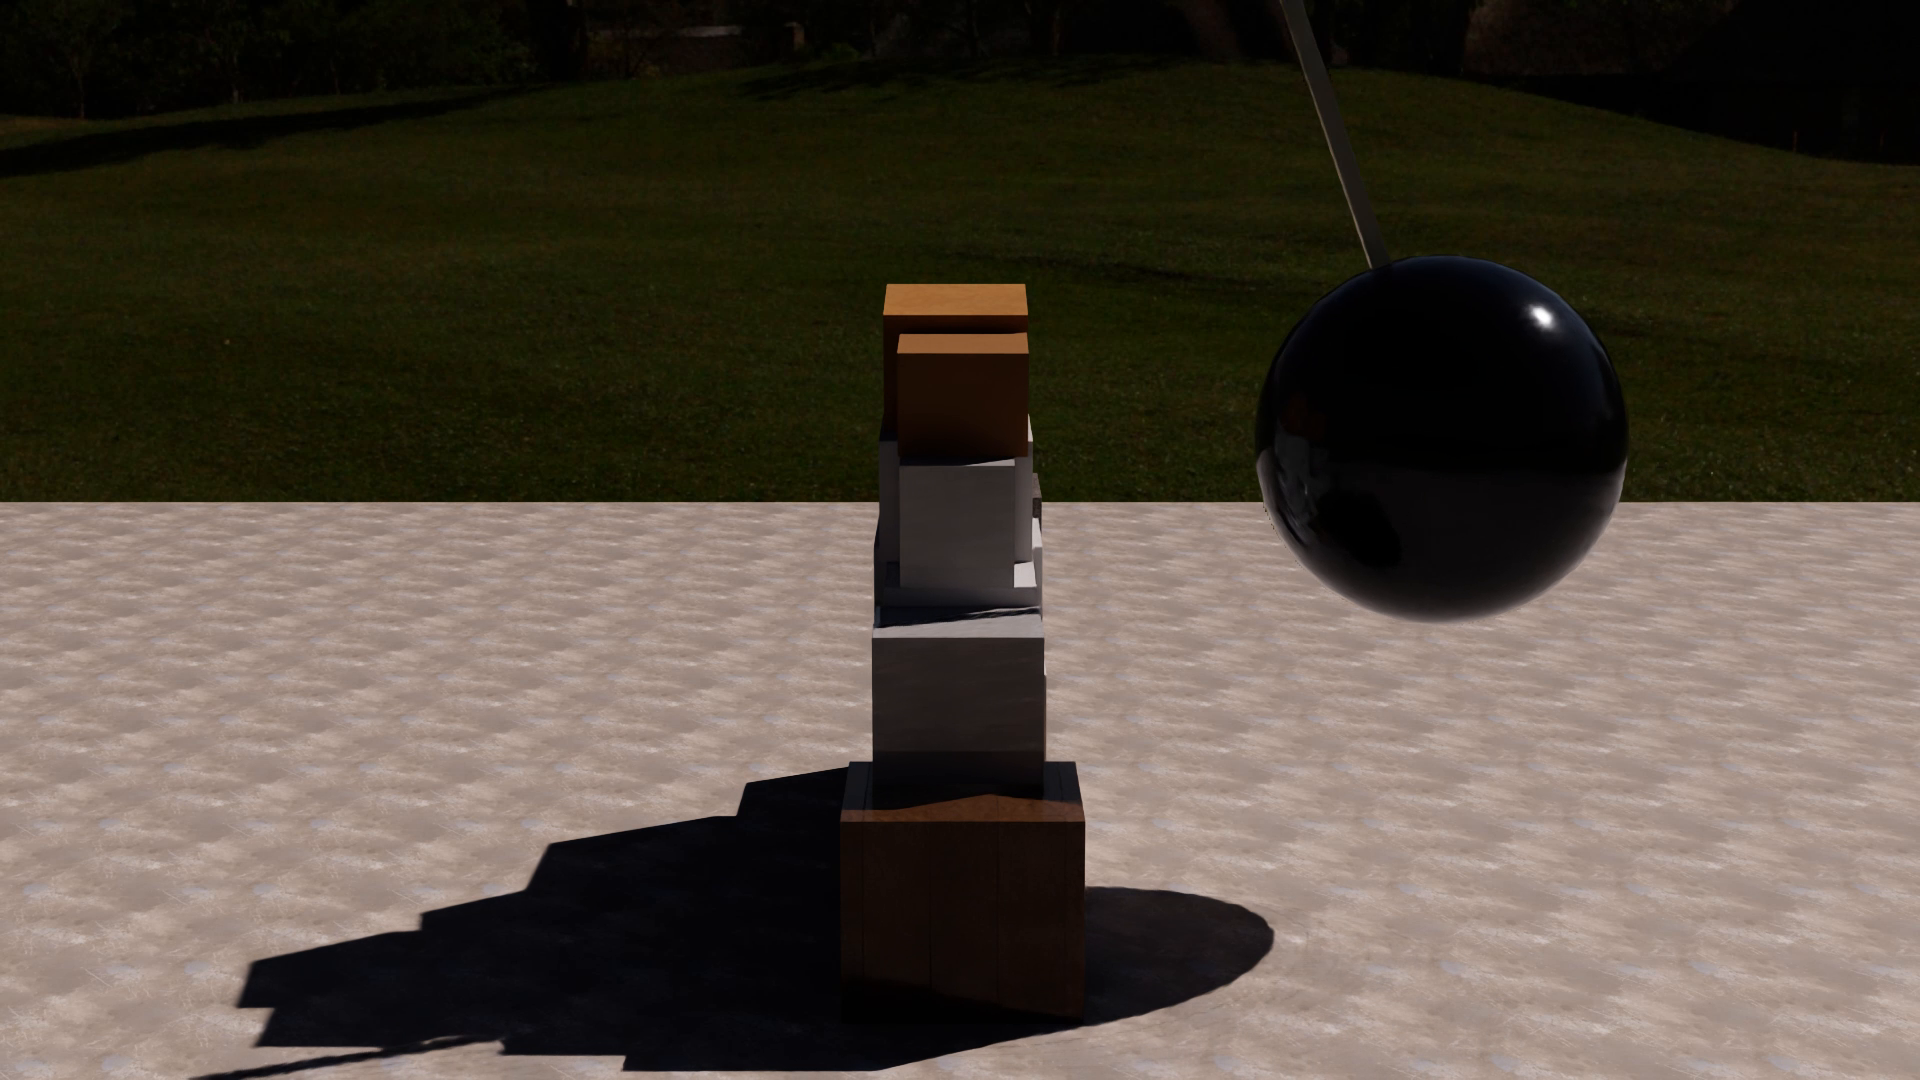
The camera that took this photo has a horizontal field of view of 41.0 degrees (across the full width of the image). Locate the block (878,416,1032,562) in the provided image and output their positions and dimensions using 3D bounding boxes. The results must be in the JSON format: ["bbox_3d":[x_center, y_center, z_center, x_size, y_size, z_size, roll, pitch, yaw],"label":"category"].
[{"bbox_3d":[-0.018,-0.233,11.106,0.645,0.518,0.649,0,13,0],"label":"block"}]

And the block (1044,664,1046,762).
[{"bbox_3d":[-0.002,0.939,12.065,0.783,0.835,0.882,0,10,0],"label":"block"}]

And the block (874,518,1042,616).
[{"bbox_3d":[-0.008,0.284,11.516,0.732,0.650,0.664,0,11,0],"label":"block"}]

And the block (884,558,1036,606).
[{"bbox_3d":[0.001,0.464,10.834,0.617,0.718,0.702,0,13,0],"label":"block"}]

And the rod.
[{"bbox_3d":[0.899,-3.572,10.531,0.080,5.200,0.080,-20,10,4],"label":"rod"}]

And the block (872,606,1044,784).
[{"bbox_3d":[-0.007,0.610,10.193,0.663,0.584,0.589,0,10,0],"label":"block"}]

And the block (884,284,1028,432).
[{"bbox_3d":[-0.018,-0.796,11.139,0.609,0.511,0.579,0,19,0],"label":"block"}]

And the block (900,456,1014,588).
[{"bbox_3d":[-0.012,-0.102,10.559,0.463,0.506,0.458,0,13,0],"label":"block"}]

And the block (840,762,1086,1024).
[{"bbox_3d":[0.010,1.349,9.950,0.906,0.785,0.843,0,10,0],"label":"block"}]

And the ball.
[{"bbox_3d":[2.074,-0.433,11.102,1.600,1.600,1.600,0,10,0],"label":"ball"}]

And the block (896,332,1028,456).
[{"bbox_3d":[0.013,-0.605,10.620,0.531,0.429,0.450,0,15,0],"label":"block"}]

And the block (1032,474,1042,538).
[{"bbox_3d":[0.010,0.108,12.208,0.732,0.748,0.731,0,10,0],"label":"block"}]
